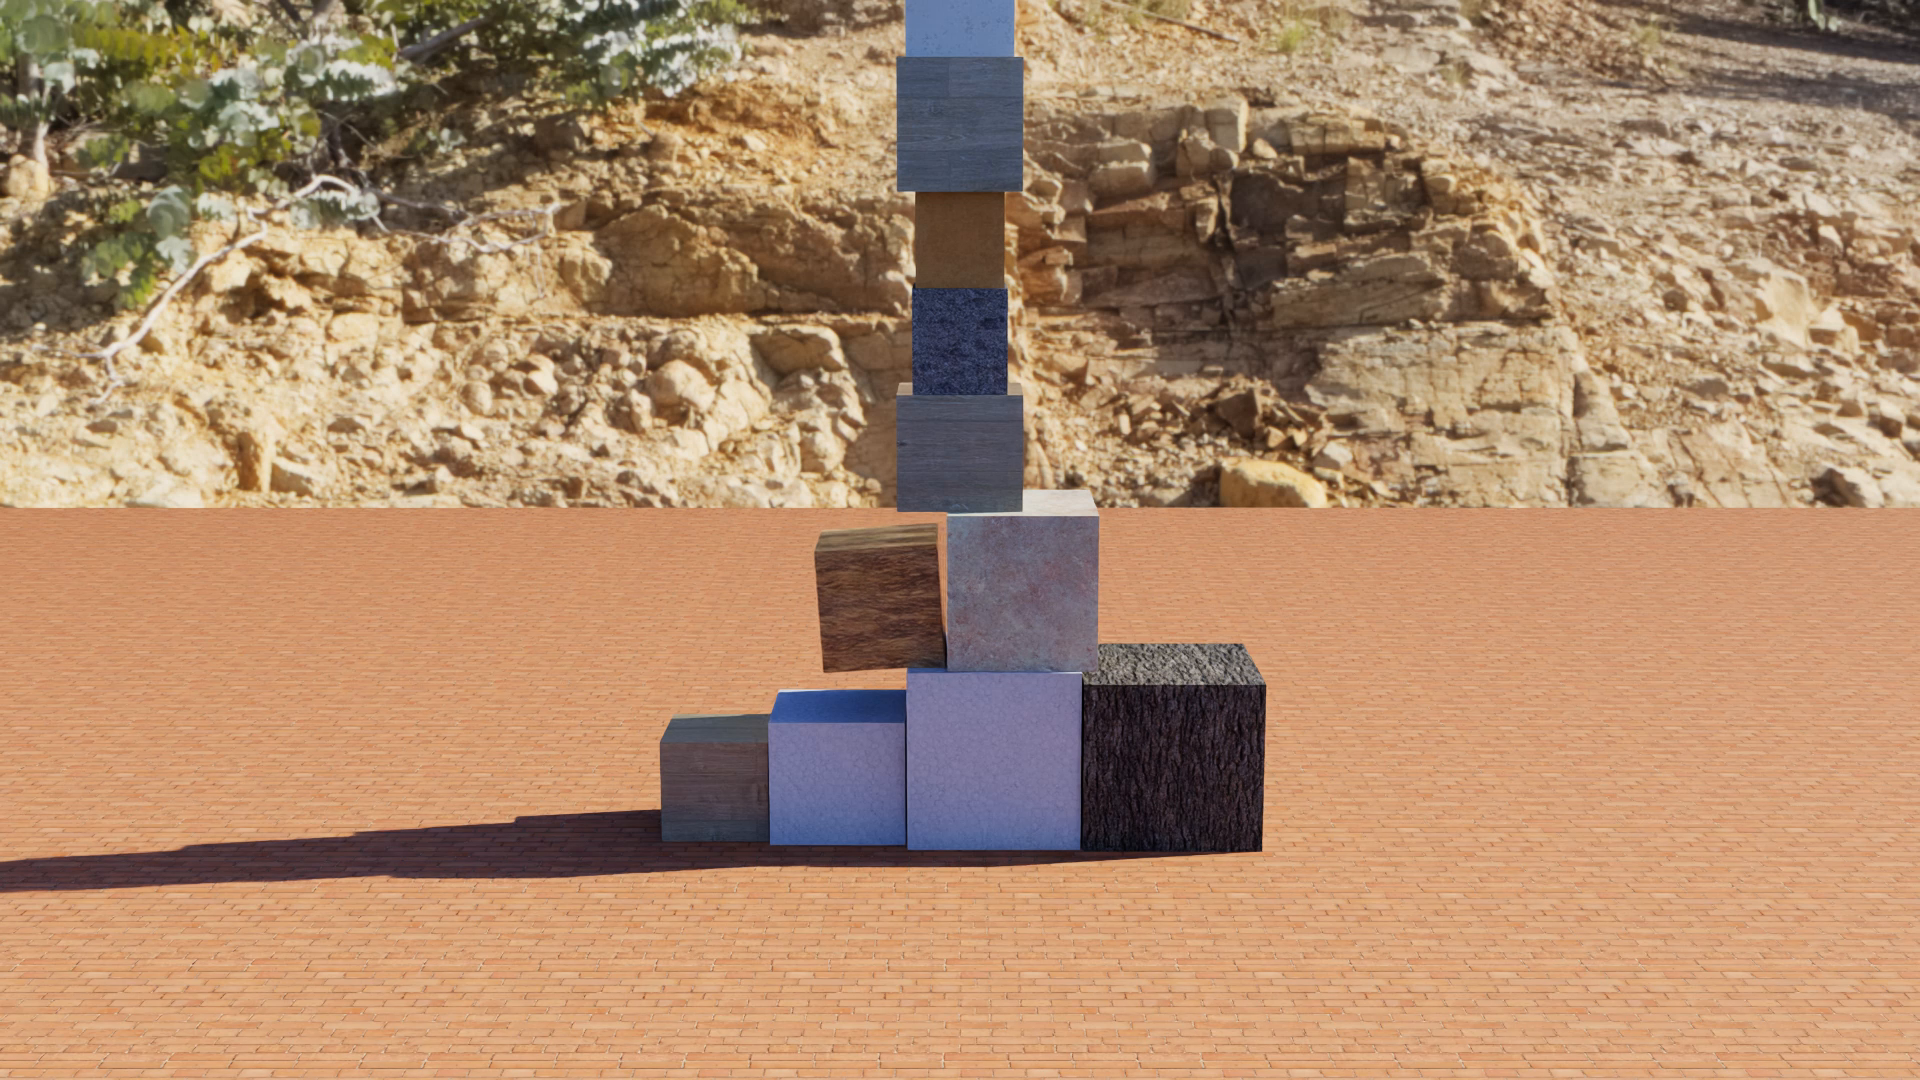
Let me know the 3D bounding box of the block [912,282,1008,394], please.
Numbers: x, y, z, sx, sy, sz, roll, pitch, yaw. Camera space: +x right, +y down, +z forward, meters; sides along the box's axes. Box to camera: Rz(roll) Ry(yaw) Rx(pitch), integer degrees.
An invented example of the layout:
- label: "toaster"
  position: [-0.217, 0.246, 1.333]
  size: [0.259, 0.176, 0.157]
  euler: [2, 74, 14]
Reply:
- label: "block"
  position: [0.000, -1.010, 10.980]
  size: [0.467, 0.517, 0.475]
  euler: [0, 10, 0]

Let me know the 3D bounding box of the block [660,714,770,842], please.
- label: "block"
  position: [-1.240, 1.224, 11.387]
  size: [0.543, 0.518, 0.565]
  euler: [0, 10, 0]

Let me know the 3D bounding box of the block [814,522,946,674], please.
- label: "block"
  position: [-0.398, 0.287, 11.221]
  size: [0.609, 0.617, 0.615]
  euler: [-4, 10, 1]

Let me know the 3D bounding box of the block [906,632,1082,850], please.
- label: "block"
  position: [0.170, 1.025, 11.386]
  size: [0.867, 0.910, 0.910]
  euler: [0, 10, 0]

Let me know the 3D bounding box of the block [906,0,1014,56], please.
- label: "block"
  position: [0.000, -2.612, 10.717]
  size: [0.520, 0.526, 0.523]
  euler: [0, 10, 0]

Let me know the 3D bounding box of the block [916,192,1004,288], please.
- label: "block"
  position: [0.000, -1.496, 10.897]
  size: [0.435, 0.468, 0.425]
  euler: [0, 10, 0]

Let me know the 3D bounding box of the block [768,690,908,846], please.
- label: "block"
  position: [-0.616, 1.166, 11.374]
  size: [0.685, 0.636, 0.678]
  euler: [0, 10, 0]

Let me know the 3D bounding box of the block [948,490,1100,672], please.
- label: "block"
  position: [0.309, 0.193, 11.233]
  size: [0.746, 0.781, 0.815]
  euler: [0, 10, 0]

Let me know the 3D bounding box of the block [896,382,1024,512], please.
- label: "block"
  position: [0.000, -0.475, 11.104]
  size: [0.623, 0.580, 0.567]
  euler: [0, 10, 0]

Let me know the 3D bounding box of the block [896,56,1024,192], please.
- label: "block"
  position: [0.000, -2.039, 10.803]
  size: [0.605, 0.633, 0.596]
  euler: [0, 10, 0]

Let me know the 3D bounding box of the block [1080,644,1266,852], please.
- label: "block"
  position: [1.063, 1.054, 11.368]
  size: [0.899, 0.858, 0.911]
  euler: [0, 10, 0]
